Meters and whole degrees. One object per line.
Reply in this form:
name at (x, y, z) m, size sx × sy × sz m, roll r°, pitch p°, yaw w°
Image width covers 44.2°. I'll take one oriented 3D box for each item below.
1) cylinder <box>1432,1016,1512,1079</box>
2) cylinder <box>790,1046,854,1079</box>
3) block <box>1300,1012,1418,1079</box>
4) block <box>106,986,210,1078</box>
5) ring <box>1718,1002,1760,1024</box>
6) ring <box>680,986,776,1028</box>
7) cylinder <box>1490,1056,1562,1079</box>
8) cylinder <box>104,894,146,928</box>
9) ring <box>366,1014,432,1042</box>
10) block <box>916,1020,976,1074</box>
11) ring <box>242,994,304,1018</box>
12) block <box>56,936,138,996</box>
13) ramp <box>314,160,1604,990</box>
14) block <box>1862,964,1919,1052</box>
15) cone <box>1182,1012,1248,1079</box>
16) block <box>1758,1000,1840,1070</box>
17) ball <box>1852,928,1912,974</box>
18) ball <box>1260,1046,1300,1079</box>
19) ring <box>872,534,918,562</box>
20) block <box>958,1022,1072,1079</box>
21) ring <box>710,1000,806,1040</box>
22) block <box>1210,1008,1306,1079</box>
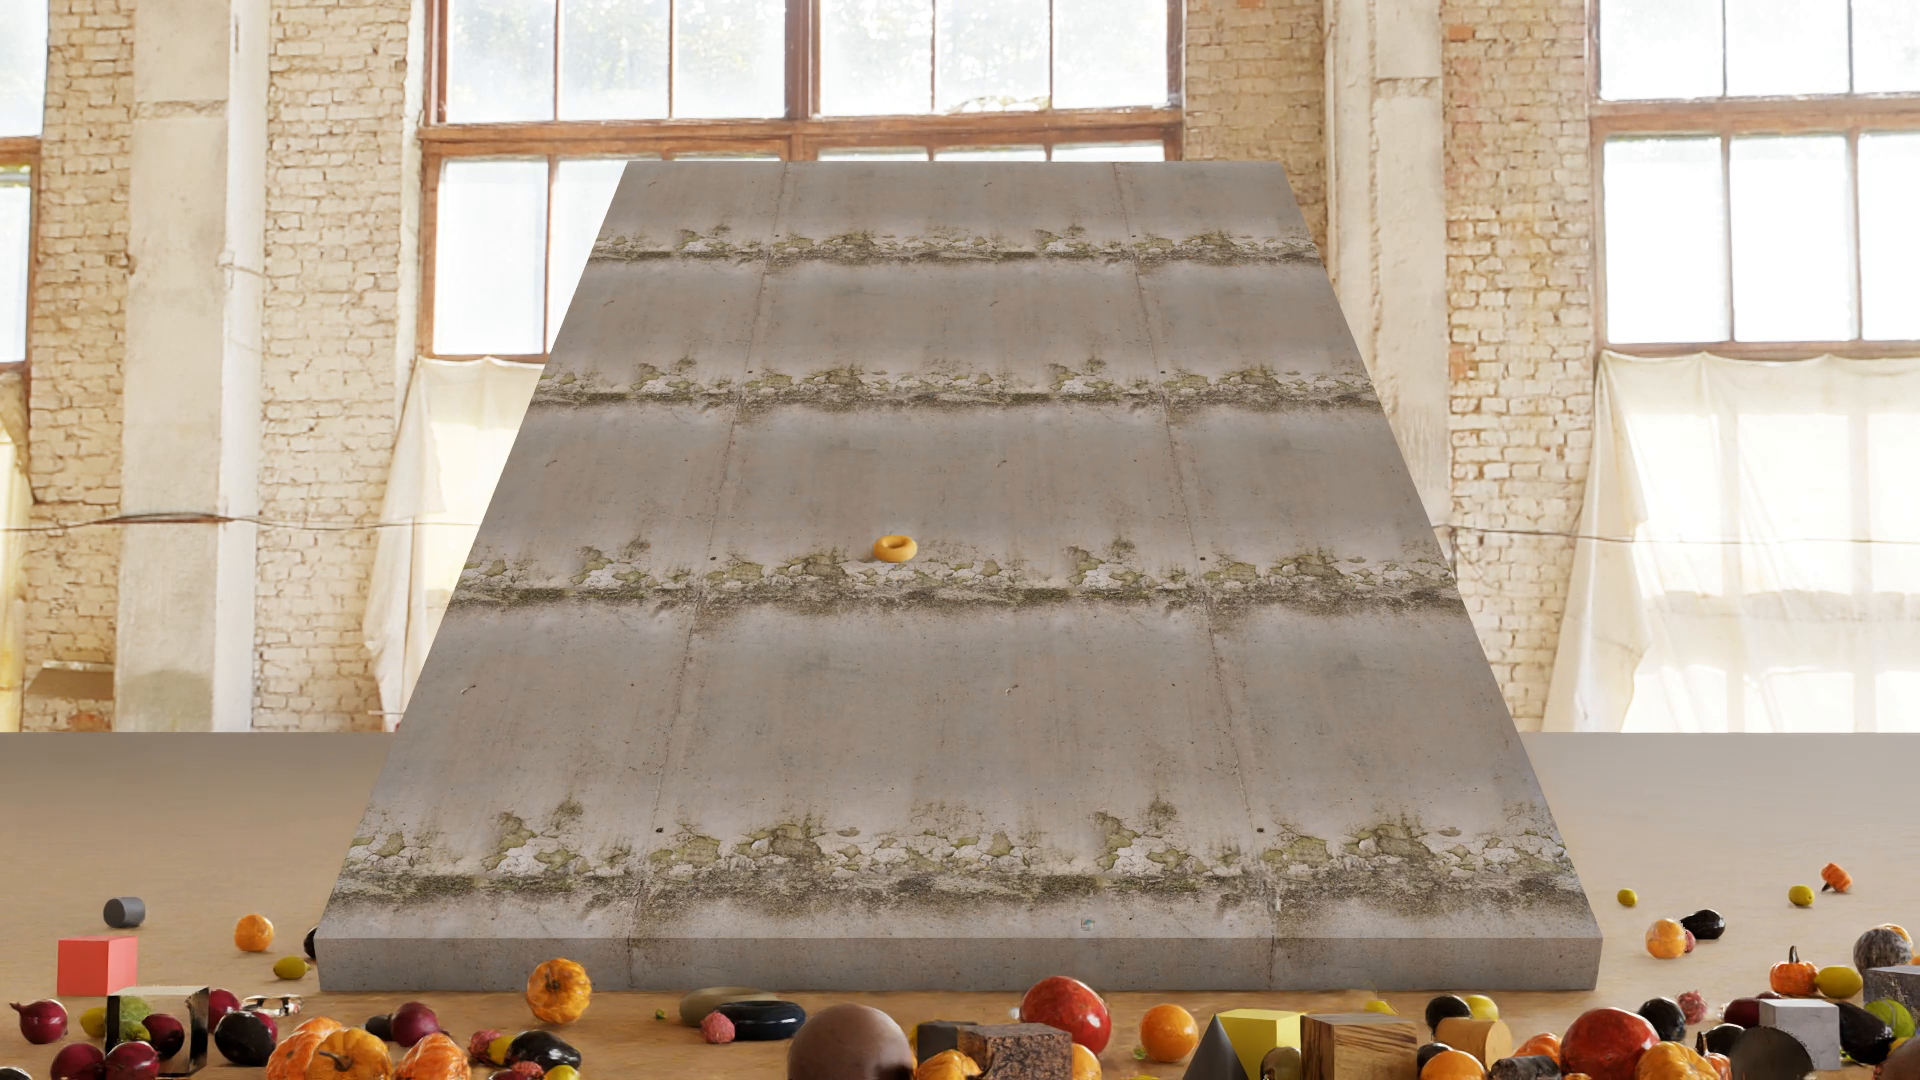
cylinder at (0.606, 0.600, 2.791) m, size 0.068 × 0.068 × 0.068 m, roll -4°, pitch -6°, yaw 40°
cylinder at (-0.155, 0.598, 2.652) m, size 0.052 × 0.052 × 0.052 m, roll -17°, pitch -13°, yaw 33°
block at (0.433, 0.570, 2.572) m, size 0.095 × 0.095 × 0.095 m, roll 1°, pitch -5°, yaw -14°
block at (-0.963, 0.590, 2.836) m, size 0.097 × 0.097 × 0.097 m, roll 0°, pitch -5°, yaw -6°
ring at (1.099, 0.662, 3.305) m, size 0.076 × 0.025 × 0.076 m, roll -1°, pitch -5°, yaw 0°
ring at (-0.320, 0.650, 3.282) m, size 0.140 × 0.047 × 0.140 m, roll 1°, pitch -3°, yaw 0°
cylinder at (0.614, 0.589, 2.563) m, size 0.055 × 0.055 × 0.055 m, roll 2°, pitch -5°, yaw -29°
cylinder at (-1.725, 0.769, 4.878) m, size 0.059 × 0.059 × 0.059 m, roll -3°, pitch 9°, yaw 31°
ring at (-0.745, 0.648, 3.138) m, size 0.087 × 0.029 × 0.087 m, roll 1°, pitch -5°, yaw 0°
block at (-0.016, 0.613, 2.858) m, size 0.054 × 0.054 × 0.054 m, roll -2°, pitch -5°, yaw 25°
ring at (-0.984, 0.667, 3.381) m, size 0.087 × 0.029 × 0.087 m, roll -1°, pitch -6°, yaw 0°
block at (-1.340, 0.661, 3.670) m, size 0.085 × 0.085 × 0.085 m, roll -1°, pitch -5°, yaw 10°
ramp at (-0.010, -0.228, 5.475) m, size 2.000 × 0.100 × 4.000 m, roll 0°, pitch 26°, yaw 0°
block at (1.243, 0.606, 3.059) m, size 0.098 × 0.098 × 0.098 m, roll 3°, pitch -5°, yaw -32°
cone at (0.287, 0.577, 2.650) m, size 0.093 × 0.093 × 0.093 m, roll 0°, pitch -4°, yaw 0°
block at (1.028, 0.605, 2.894) m, size 0.075 × 0.075 × 0.075 m, roll 0°, pitch -5°, yaw 4°
ball at (1.484, 0.670, 3.801) m, size 0.088 × 0.088 × 0.088 m, roll 0°, pitch -4°, yaw 0°
ball at (0.363, 0.593, 2.632) m, size 0.058 × 0.058 × 0.058 m, roll 0°, pitch -4°, yaw 0°
ring at (-0.133, 0.018, 4.834) m, size 0.092 × 0.031 × 0.092 m, roll -1°, pitch 27°, yaw 1°
block at (0.057, 0.563, 2.487) m, size 0.094 × 0.094 × 0.094 m, roll 2°, pitch -5°, yaw -19°
ring at (-0.270, 0.642, 3.162) m, size 0.131 × 0.044 × 0.131 m, roll 0°, pitch -6°, yaw 0°
block at (0.343, 0.587, 2.718) m, size 0.083 × 0.083 × 0.083 m, roll -3°, pitch -5°, yaw 31°
